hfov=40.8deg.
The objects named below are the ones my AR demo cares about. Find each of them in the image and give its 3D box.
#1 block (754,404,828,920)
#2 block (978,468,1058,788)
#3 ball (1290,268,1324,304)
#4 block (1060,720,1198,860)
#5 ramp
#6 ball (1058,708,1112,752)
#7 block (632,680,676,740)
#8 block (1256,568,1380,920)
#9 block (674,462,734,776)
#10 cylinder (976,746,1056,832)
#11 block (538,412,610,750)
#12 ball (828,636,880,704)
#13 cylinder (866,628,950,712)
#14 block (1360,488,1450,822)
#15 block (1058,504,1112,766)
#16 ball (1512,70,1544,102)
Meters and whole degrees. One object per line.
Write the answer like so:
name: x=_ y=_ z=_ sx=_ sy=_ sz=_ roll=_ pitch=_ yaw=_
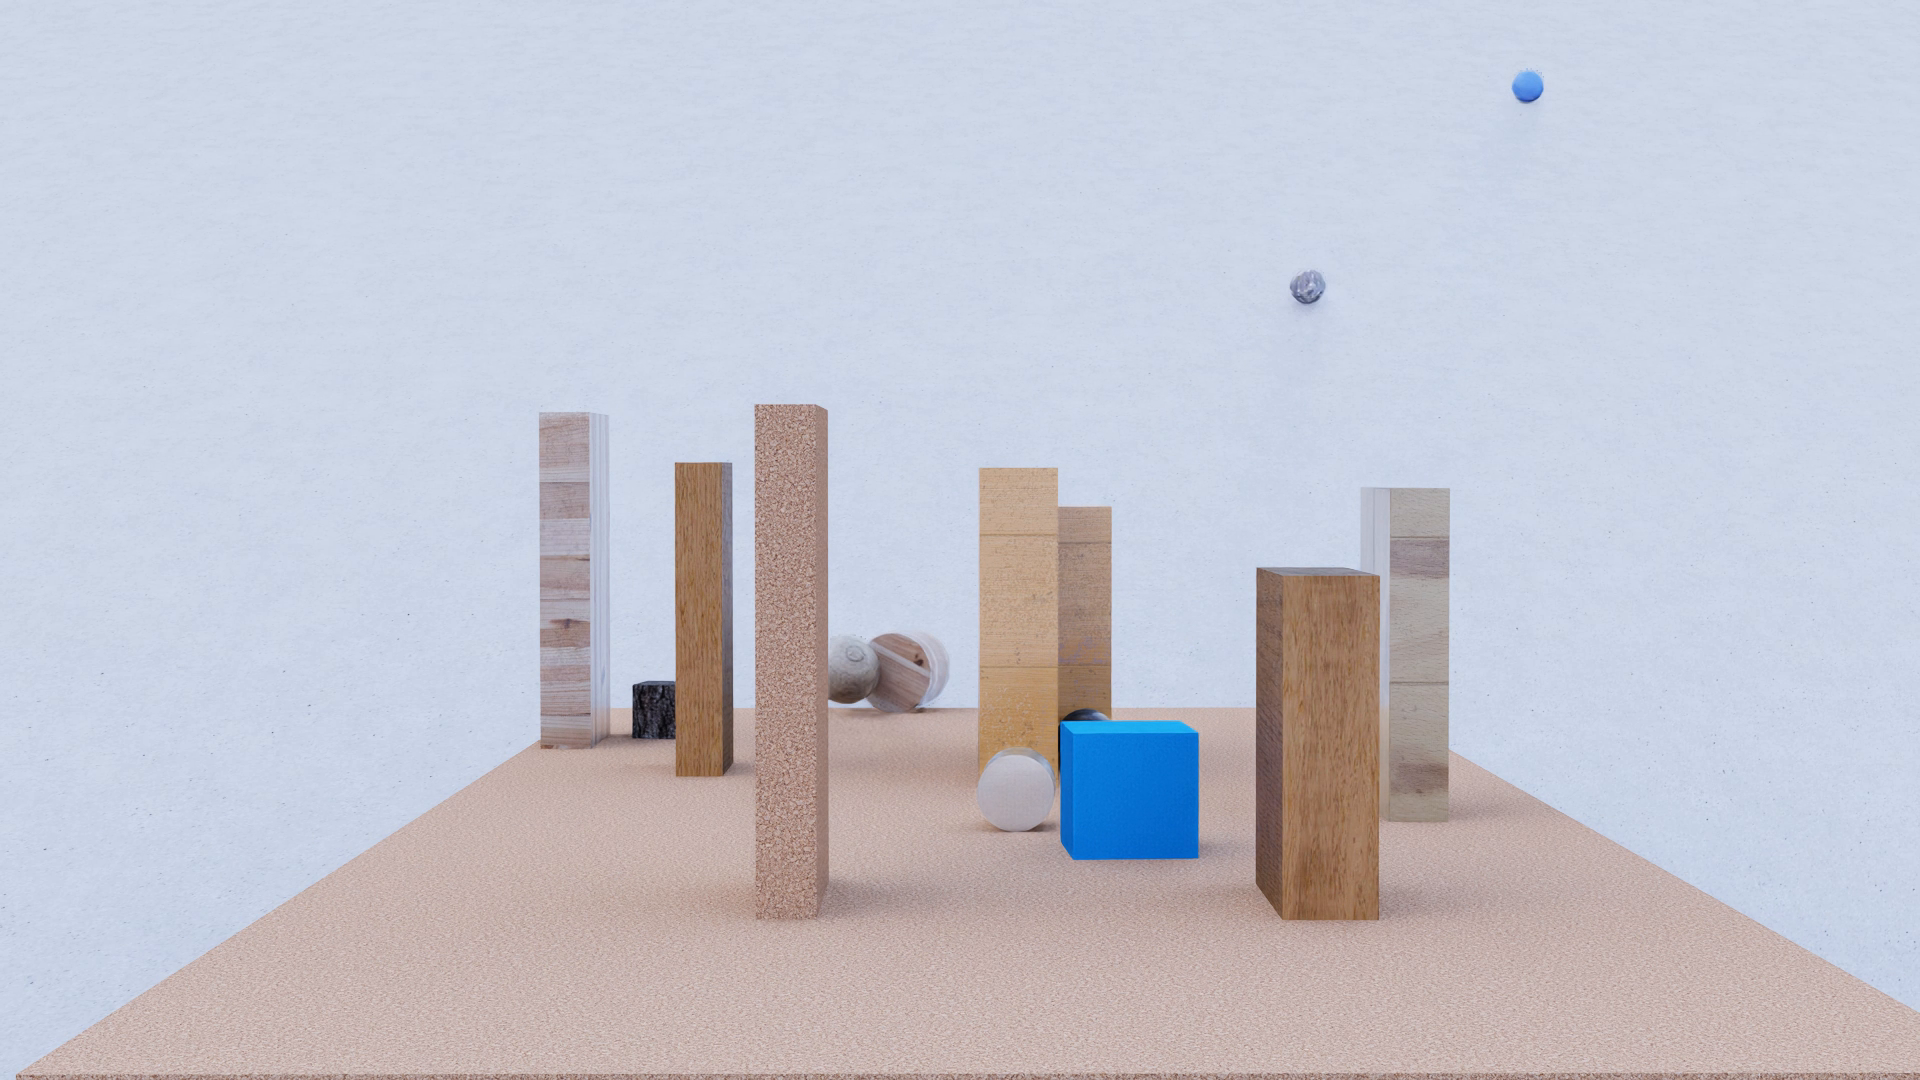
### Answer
block: x=-0.233 y=0.159 z=3.609 sx=0.082 sy=0.689 sz=0.330 roll=0 pitch=1 yaw=0
block: x=0.111 y=0.162 z=5.072 sx=0.149 sy=0.608 sz=0.368 roll=0 pitch=1 yaw=0
ball: x=1.273 y=-0.930 z=9.446 sx=0.126 sy=0.126 sz=0.126 roll=0 pitch=26 yaw=0
block: x=0.266 y=0.394 z=4.083 sx=0.195 sy=0.195 sz=0.195 roll=0 pitch=1 yaw=-3
ramp: x=0.058 y=0.529 z=4.566 sx=2.000 sy=0.100 sz=4.000 roll=0 pitch=1 yaw=0
ball: x=0.254 y=0.401 z=5.194 sx=0.123 sy=0.123 sz=0.123 roll=0 pitch=26 yaw=0
block: x=-0.668 y=0.385 z=5.857 sx=0.121 sy=0.121 sz=0.121 roll=0 pitch=2 yaw=10
block: x=0.495 y=0.274 z=3.593 sx=0.129 sy=0.460 sz=0.310 roll=0 pitch=1 yaw=0
block: x=-0.514 y=0.153 z=5.194 sx=0.092 sy=0.619 sz=0.247 roll=0 pitch=1 yaw=0
cylinder: x=0.096 y=0.420 z=4.356 sx=0.129 sy=0.129 sz=0.129 roll=2 pitch=2 yaw=4
block: x=-0.855 y=0.084 z=5.739 sx=0.109 sy=0.729 sz=0.323 roll=0 pitch=1 yaw=0
ball: x=-0.281 y=0.322 z=6.381 sx=0.168 sy=0.168 sz=0.168 roll=0 pitch=26 yaw=0
cylinder: x=-0.144 y=0.329 z=6.539 sx=0.197 sy=0.197 sz=0.197 roll=7 pitch=3 yaw=14
block: x=0.785 y=0.193 z=4.567 sx=0.102 sy=0.571 sz=0.319 roll=0 pitch=1 yaw=0
block: x=0.240 y=0.191 z=5.449 sx=0.136 sy=0.529 sz=0.398 roll=0 pitch=1 yaw=0
ball: x=2.601 y=-2.078 z=11.814 sx=0.141 sy=0.141 sz=0.141 roll=0 pitch=26 yaw=0
